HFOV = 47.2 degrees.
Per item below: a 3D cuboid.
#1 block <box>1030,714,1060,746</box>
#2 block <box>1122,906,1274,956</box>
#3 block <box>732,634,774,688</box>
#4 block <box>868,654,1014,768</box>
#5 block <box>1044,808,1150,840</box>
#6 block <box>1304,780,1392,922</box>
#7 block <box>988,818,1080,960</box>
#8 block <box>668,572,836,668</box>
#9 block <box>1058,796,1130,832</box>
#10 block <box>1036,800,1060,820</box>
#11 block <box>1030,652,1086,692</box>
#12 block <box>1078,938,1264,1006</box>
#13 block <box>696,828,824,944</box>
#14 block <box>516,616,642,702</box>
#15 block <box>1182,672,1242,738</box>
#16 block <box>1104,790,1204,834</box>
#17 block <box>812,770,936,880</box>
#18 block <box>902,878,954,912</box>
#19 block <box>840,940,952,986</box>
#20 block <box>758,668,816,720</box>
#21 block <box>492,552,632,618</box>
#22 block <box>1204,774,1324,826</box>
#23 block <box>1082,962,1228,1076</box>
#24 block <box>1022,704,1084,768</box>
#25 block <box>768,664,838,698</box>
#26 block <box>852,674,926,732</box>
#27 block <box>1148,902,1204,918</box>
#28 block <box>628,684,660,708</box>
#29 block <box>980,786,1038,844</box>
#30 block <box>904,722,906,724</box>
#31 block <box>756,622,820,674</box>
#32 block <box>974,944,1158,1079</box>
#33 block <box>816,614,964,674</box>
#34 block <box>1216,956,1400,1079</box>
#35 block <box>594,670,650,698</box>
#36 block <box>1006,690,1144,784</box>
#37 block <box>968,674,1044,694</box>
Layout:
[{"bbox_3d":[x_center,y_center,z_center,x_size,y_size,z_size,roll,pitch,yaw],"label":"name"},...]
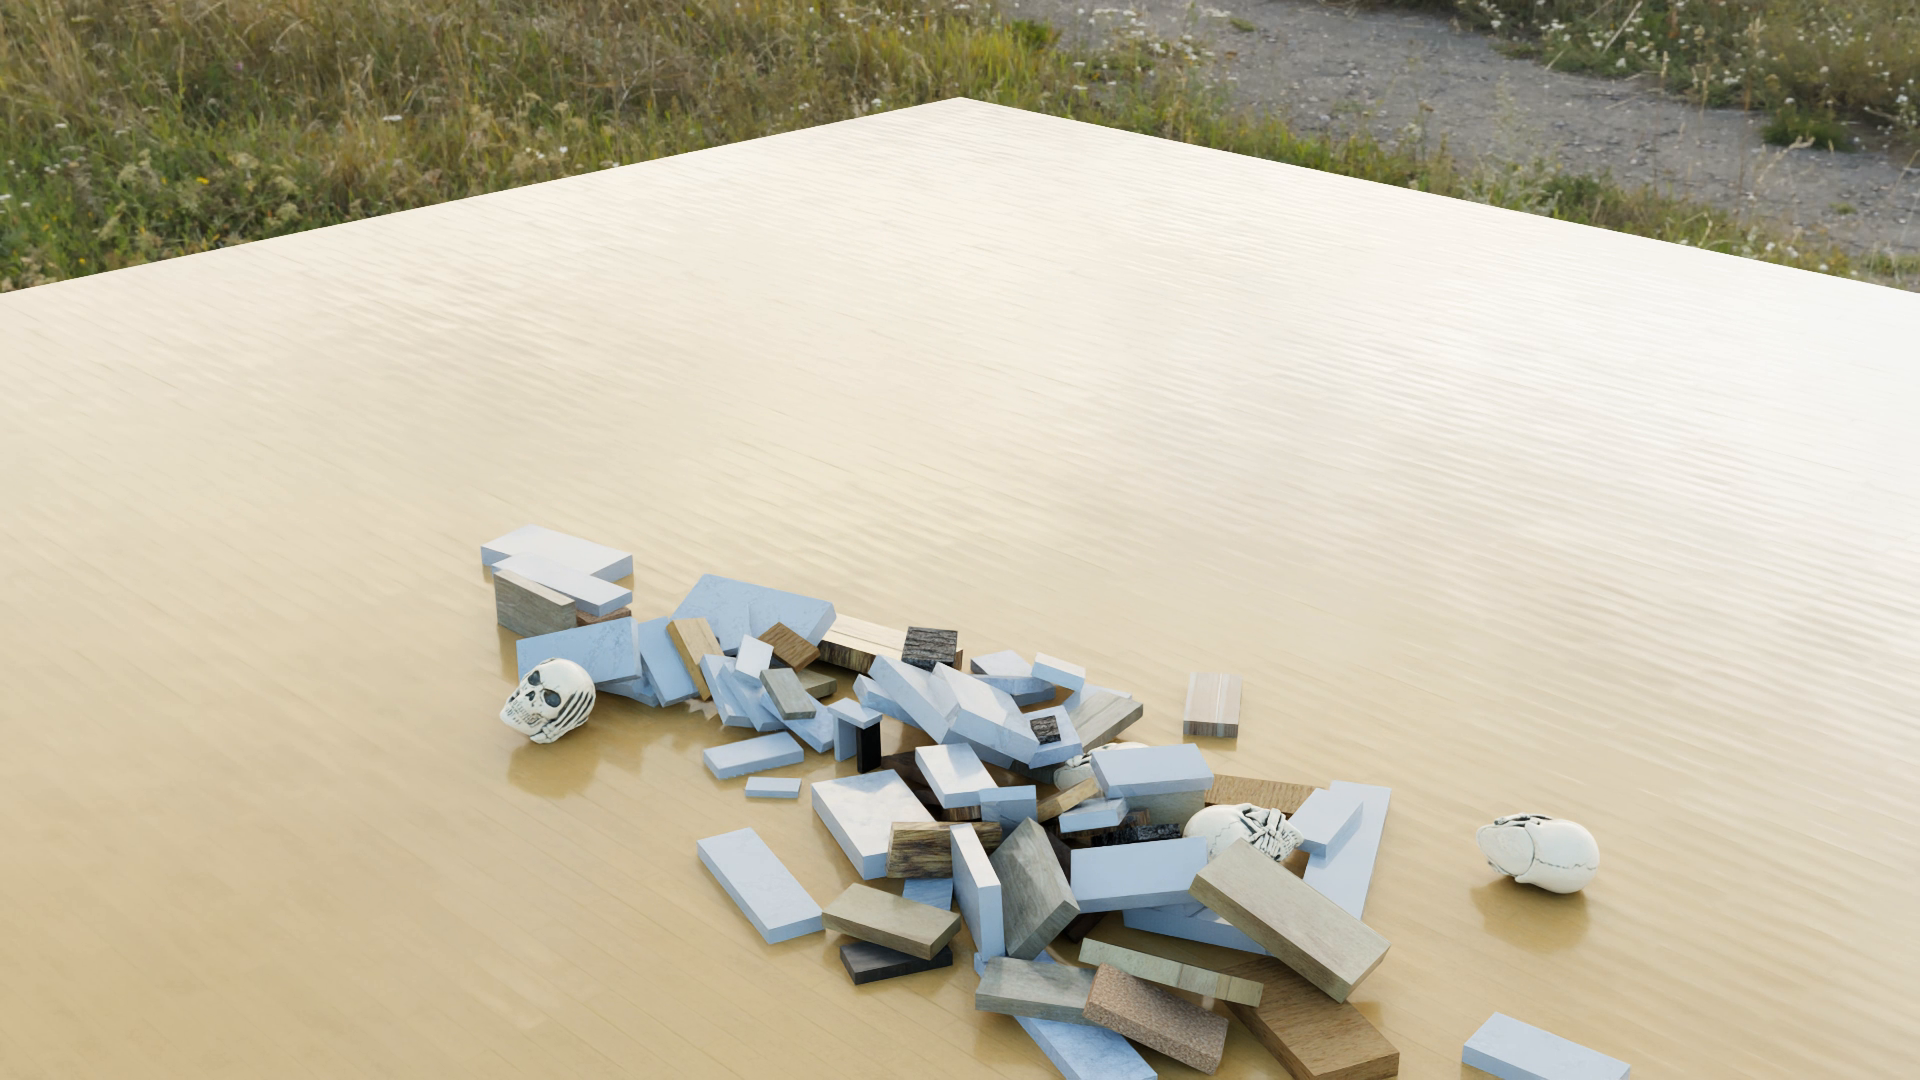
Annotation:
[{"bbox_3d":[0.176,0.393,4.541,0.054,0.015,0.109,-11,16,0],"label":"block"},{"bbox_3d":[0.482,0.680,4.036,0.328,0.046,0.164,5,22,35],"label":"block"},{"bbox_3d":[-0.458,0.267,4.858,0.072,0.020,0.143,24,28,-10],"label":"block"},{"bbox_3d":[-0.039,0.359,4.648,0.177,0.050,0.389,22,8,-31],"label":"block"},{"bbox_3d":[0.266,0.557,4.308,0.199,0.028,0.099,-9,-1,16],"label":"block"},{"bbox_3d":[0.734,0.630,4.233,0.121,0.034,0.616,7,24,15],"label":"block"},{"bbox_3d":[0.122,0.636,3.999,0.041,0.144,0.287,38,11,-24],"label":"block"},{"bbox_3d":[-0.483,0.187,5.081,0.356,0.050,0.178,12,48,27],"label":"block"},{"bbox_3d":[0.261,0.527,4.245,0.110,0.031,0.220,-9,-1,10],"label":"block"},{"bbox_3d":[0.157,0.537,4.431,0.109,0.054,0.015,18,73,36],"label":"block"},{"bbox_3d":[0.219,0.293,4.889,0.115,0.033,0.230,19,3,2],"label":"block"},{"bbox_3d":[0.363,0.746,3.797,0.287,0.041,0.144,7,-11,41],"label":"block"},{"bbox_3d":[-0.381,0.653,4.180,0.114,0.032,0.355,-12,26,-25],"label":"block"},{"bbox_3d":[-0.846,0.265,4.883,0.277,0.134,0.038,-12,-18,12],"label":"block"},{"bbox_3d":[0.561,0.363,4.863,0.117,0.033,0.240,4,23,8],"label":"block"},{"bbox_3d":[0.385,0.535,4.369,0.199,0.099,0.028,0,-1,0],"label":"block"},{"bbox_3d":[-0.159,0.558,4.345,0.177,0.050,0.354,-8,20,-18],"label":"block"},{"bbox_3d":[-0.060,0.673,4.142,0.092,0.026,0.184,2,23,4],"label":"block"},{"bbox_3d":[-0.115,0.749,3.963,0.184,0.026,0.092,-8,24,-18],"label":"block"},{"bbox_3d":[-0.373,0.333,4.753,0.074,0.021,0.148,-1,36,-30],"label":"block"},{"bbox_3d":[-0.963,0.105,5.308,0.383,0.030,0.107,17,28,35],"label":"block"},{"bbox_3d":[0.611,0.531,4.465,0.242,0.034,0.121,6,24,13],"label":"block"},{"bbox_3d":[0.331,0.807,3.711,0.238,0.034,0.119,24,26,3],"label":"block"},{"bbox_3d":[0.180,0.408,4.572,0.114,0.032,0.228,-12,16,-4],"label":"block"},{"bbox_3d":[-0.393,0.313,4.954,0.214,0.030,0.107,15,18,36],"label":"block"},{"bbox_3d":[-0.110,0.363,4.703,0.235,0.033,0.117,24,7,-17],"label":"block"},{"bbox_3d":[0.363,0.633,4.092,0.125,0.035,0.249,-23,22,-39],"label":"block"},{"bbox_3d":[-0.737,0.298,4.972,0.230,0.033,0.115,18,47,35],"label":"block"},{"bbox_3d":[0.096,0.543,4.217,0.105,0.210,0.030,-4,51,1],"label":"block"},{"bbox_3d":[-0.016,0.369,4.853,0.212,0.030,0.106,1,23,1],"label":"block"},{"bbox_3d":[-0.387,0.241,4.941,0.072,0.020,0.143,-38,46,-24],"label":"block"},{"bbox_3d":[0.175,0.823,3.777,0.119,0.034,0.447,-10,25,-23],"label":"block"},{"bbox_3d":[-0.271,0.233,5.108,0.540,0.050,0.178,14,19,29],"label":"block"},{"bbox_3d":[0.589,0.823,3.761,0.164,0.046,0.328,-9,25,-21],"label":"block"},{"bbox_3d":[-0.807,0.276,4.965,0.267,0.038,0.134,9,42,28],"label":"block"},{"bbox_3d":[0.246,0.415,4.659,0.110,0.031,0.355,16,29,33],"label":"block"},{"bbox_3d":[0.059,0.317,4.858,0.230,0.033,0.115,0,-1,36],"label":"block"}]
